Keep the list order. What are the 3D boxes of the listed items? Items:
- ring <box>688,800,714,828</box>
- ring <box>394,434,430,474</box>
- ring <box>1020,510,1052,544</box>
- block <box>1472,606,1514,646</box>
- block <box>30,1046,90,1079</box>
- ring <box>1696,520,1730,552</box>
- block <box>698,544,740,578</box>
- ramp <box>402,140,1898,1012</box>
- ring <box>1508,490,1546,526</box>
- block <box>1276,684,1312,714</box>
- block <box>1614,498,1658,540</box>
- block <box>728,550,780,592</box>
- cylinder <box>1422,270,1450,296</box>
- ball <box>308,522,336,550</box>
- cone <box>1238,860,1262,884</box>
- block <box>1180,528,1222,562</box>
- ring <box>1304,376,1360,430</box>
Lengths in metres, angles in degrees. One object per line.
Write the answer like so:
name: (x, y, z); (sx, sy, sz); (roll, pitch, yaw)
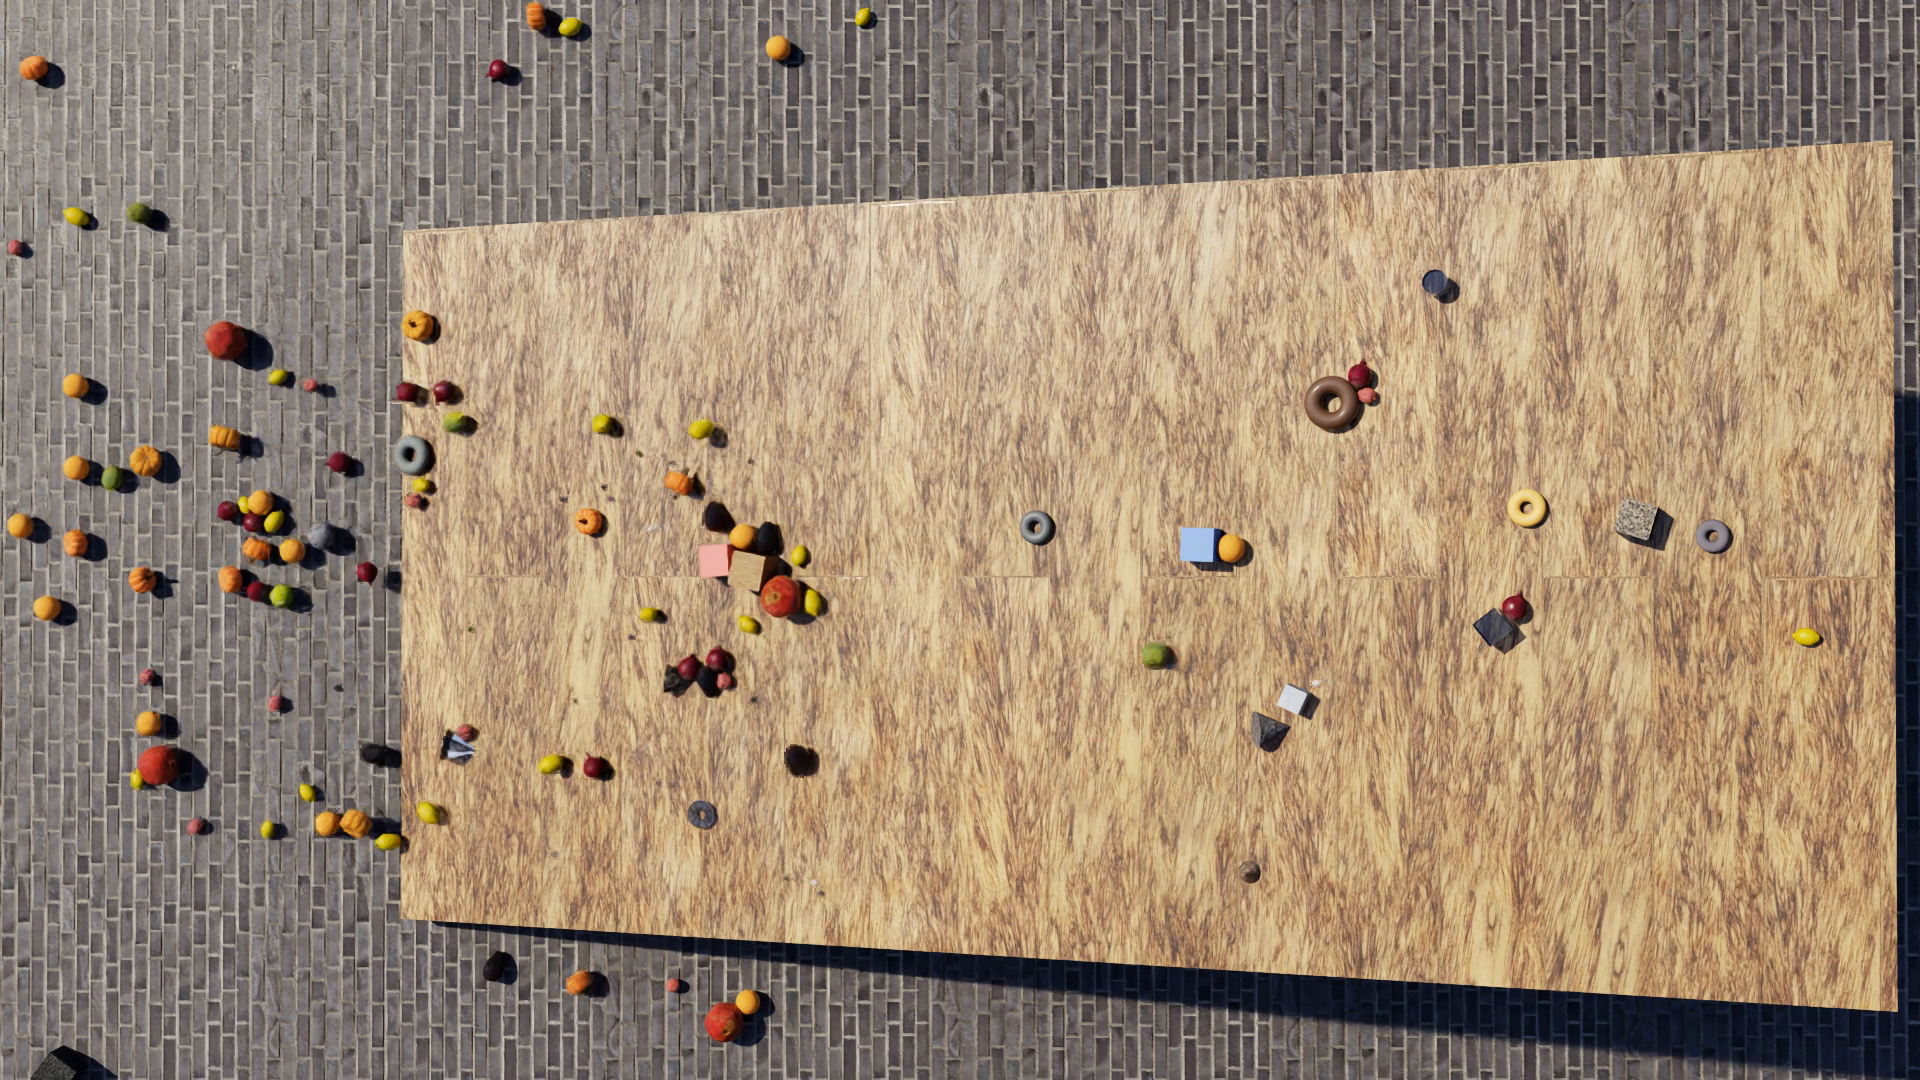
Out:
ring: (-0.713, 0.754, 6.045); (0.080, 0.027, 0.080); (1, 93, 22)
ring: (-1.586, -0.247, 6.364); (0.115, 0.038, 0.115); (0, 91, 20)
ring: (0.198, -0.034, 5.730); (0.089, 0.030, 0.089); (0, 90, 19)
block: (1.290, 0.210, 5.317); (0.068, 0.068, 0.068); (-41, 77, 15)
block: (-2.627, 1.552, 6.418); (0.097, 0.097, 0.097); (37, 89, 0)
ring: (1.770, -0.010, 5.171); (0.078, 0.026, 0.078); (0, 90, 23)
block: (-0.654, 0.057, 6.003); (0.085, 0.085, 0.085); (-5, 88, 19)
ramp: (0.280, 0.090, 5.768); (4.000, 0.100, 2.000); (0, 89, 20)
ring: (1.369, -0.078, 5.313); (0.092, 0.031, 0.092); (-1, 88, 19)
block: (0.833, 0.396, 5.483); (0.057, 0.057, 0.057); (25, 97, 18)
block: (1.600, -0.049, 5.203); (0.082, 0.082, 0.082); (17, 95, 19)
block: (-0.559, 0.083, 5.963); (0.096, 0.096, 0.096); (11, 93, 19)
cylinder: (1.164, -0.628, 5.377); (0.060, 0.060, 0.060); (0, 89, 20)
ball: (-1.870, -0.013, 6.447); (0.081, 0.081, 0.081); (0, 89, 0)
cone: (0.721, 0.837, 5.517); (0.058, 0.058, 0.058); (0, 89, 20)
block: (0.608, 0.012, 5.554); (0.084, 0.084, 0.084); (2, 90, 20)
ring: (0.924, -0.341, 5.467); (0.137, 0.046, 0.137); (0, 90, 18)
